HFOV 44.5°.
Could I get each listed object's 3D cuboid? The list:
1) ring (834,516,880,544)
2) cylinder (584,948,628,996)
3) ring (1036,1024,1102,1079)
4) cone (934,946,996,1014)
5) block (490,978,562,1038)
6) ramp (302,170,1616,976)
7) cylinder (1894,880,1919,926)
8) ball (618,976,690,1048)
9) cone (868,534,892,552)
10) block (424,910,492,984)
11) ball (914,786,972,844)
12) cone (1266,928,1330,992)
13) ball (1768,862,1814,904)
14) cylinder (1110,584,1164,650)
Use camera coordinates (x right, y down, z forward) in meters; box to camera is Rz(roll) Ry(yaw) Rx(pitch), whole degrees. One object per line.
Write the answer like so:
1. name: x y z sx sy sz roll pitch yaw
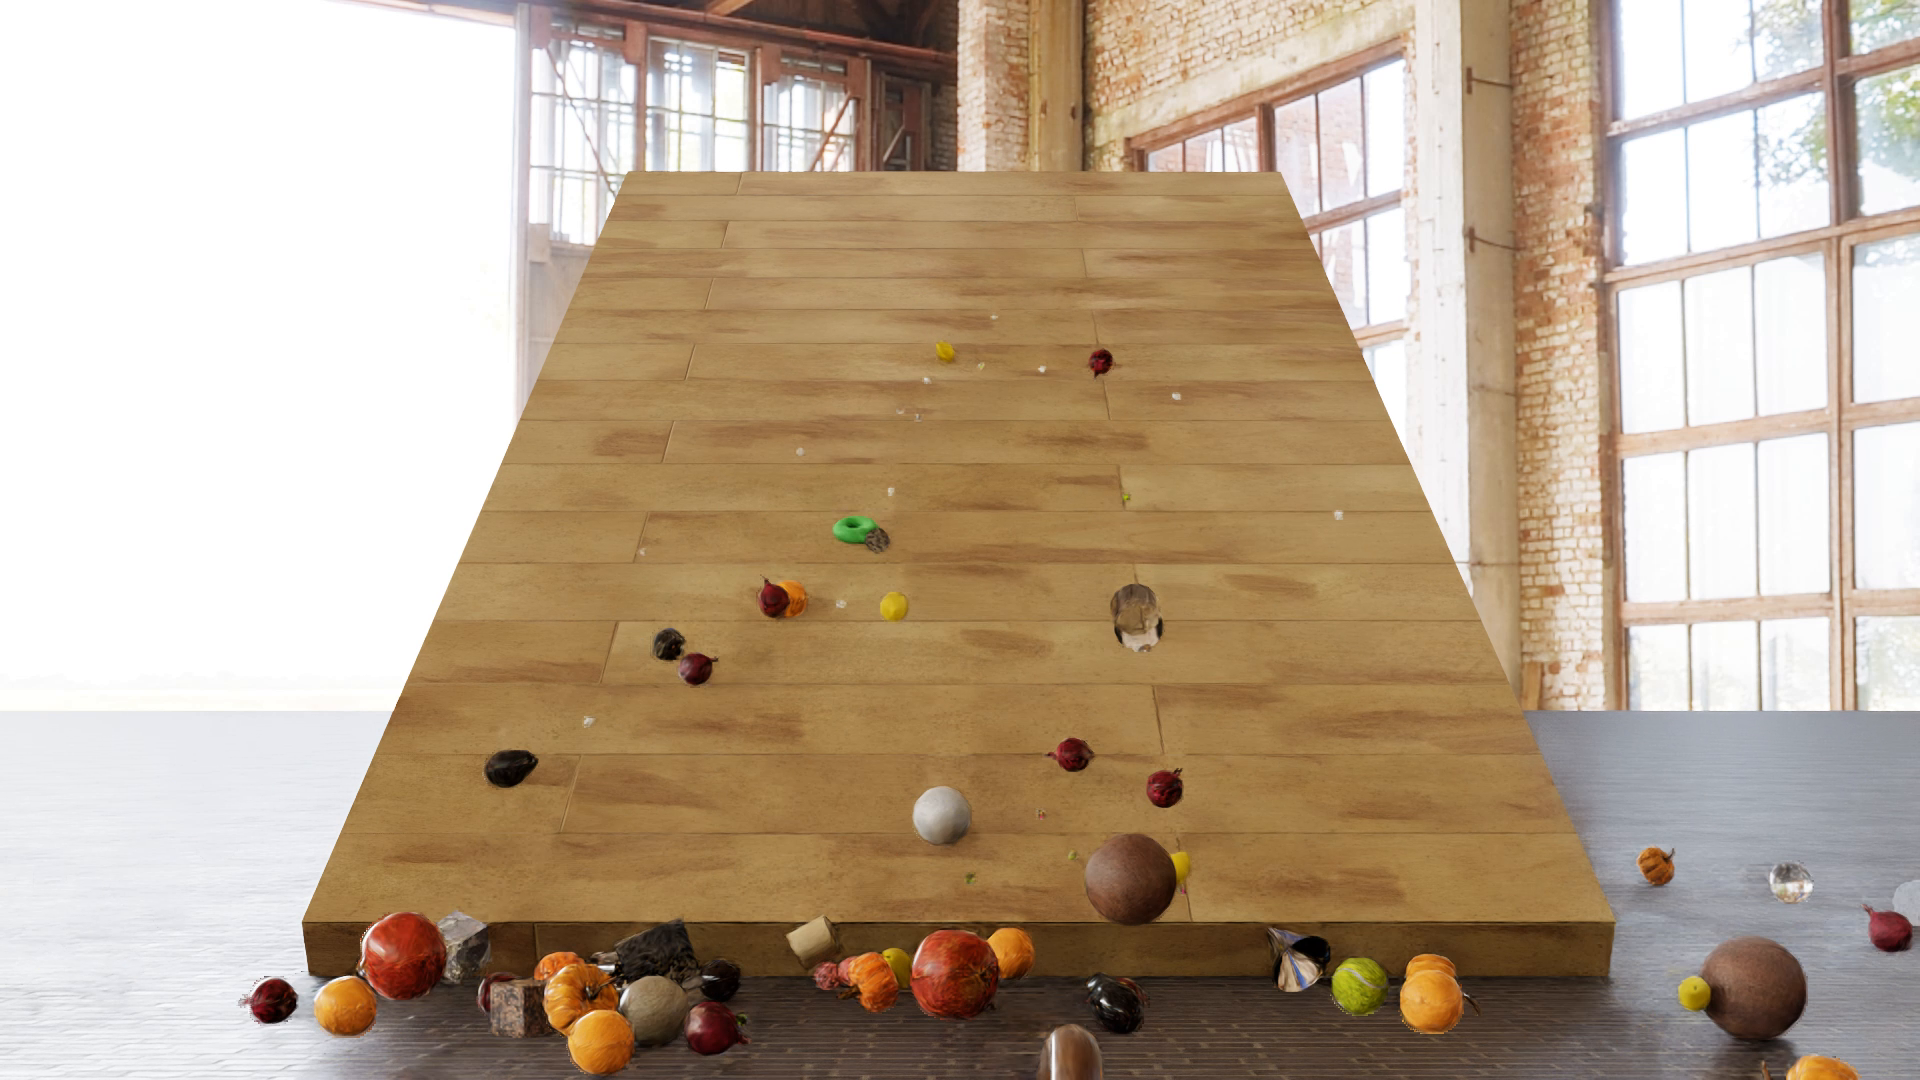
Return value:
1. ring: -0.211 -0.021 4.803 0.094 0.031 0.094 1 25 -1
2. cylinder: -0.491 0.611 3.321 0.057 0.057 0.057 5 0 39
3. ring: 0.094 0.490 2.045 0.045 0.134 0.134 7 -5 -6
4. cone: 0.007 0.601 3.218 0.086 0.086 0.086 0 -4 0
5. block: -0.551 0.595 2.981 0.064 0.064 0.064 -3 -5 38
6. ramp: -0.009 -0.229 5.398 2.000 0.100 4.000 0 25 0
7. cylinder: 1.828 0.686 4.438 0.085 0.085 0.085 3 -5 -38
8. ball: -0.374 0.576 2.866 0.086 0.086 0.086 0 -4 0
9. cone: -0.167 0.002 4.764 0.050 0.050 0.050 1 24 -19
10. block: -0.740 0.599 3.458 0.065 0.065 0.065 18 32 31
11. ball: -0.029 0.441 3.755 0.093 0.093 0.093 0 -4 0
12. cone: 0.472 0.590 3.412 0.096 0.096 0.096 2 24 -30
13. ball: 1.741 0.718 4.914 0.088 0.088 0.088 0 -4 0
14. cylinder: 0.330 0.143 4.388 0.091 0.091 0.091 0 25 -2
